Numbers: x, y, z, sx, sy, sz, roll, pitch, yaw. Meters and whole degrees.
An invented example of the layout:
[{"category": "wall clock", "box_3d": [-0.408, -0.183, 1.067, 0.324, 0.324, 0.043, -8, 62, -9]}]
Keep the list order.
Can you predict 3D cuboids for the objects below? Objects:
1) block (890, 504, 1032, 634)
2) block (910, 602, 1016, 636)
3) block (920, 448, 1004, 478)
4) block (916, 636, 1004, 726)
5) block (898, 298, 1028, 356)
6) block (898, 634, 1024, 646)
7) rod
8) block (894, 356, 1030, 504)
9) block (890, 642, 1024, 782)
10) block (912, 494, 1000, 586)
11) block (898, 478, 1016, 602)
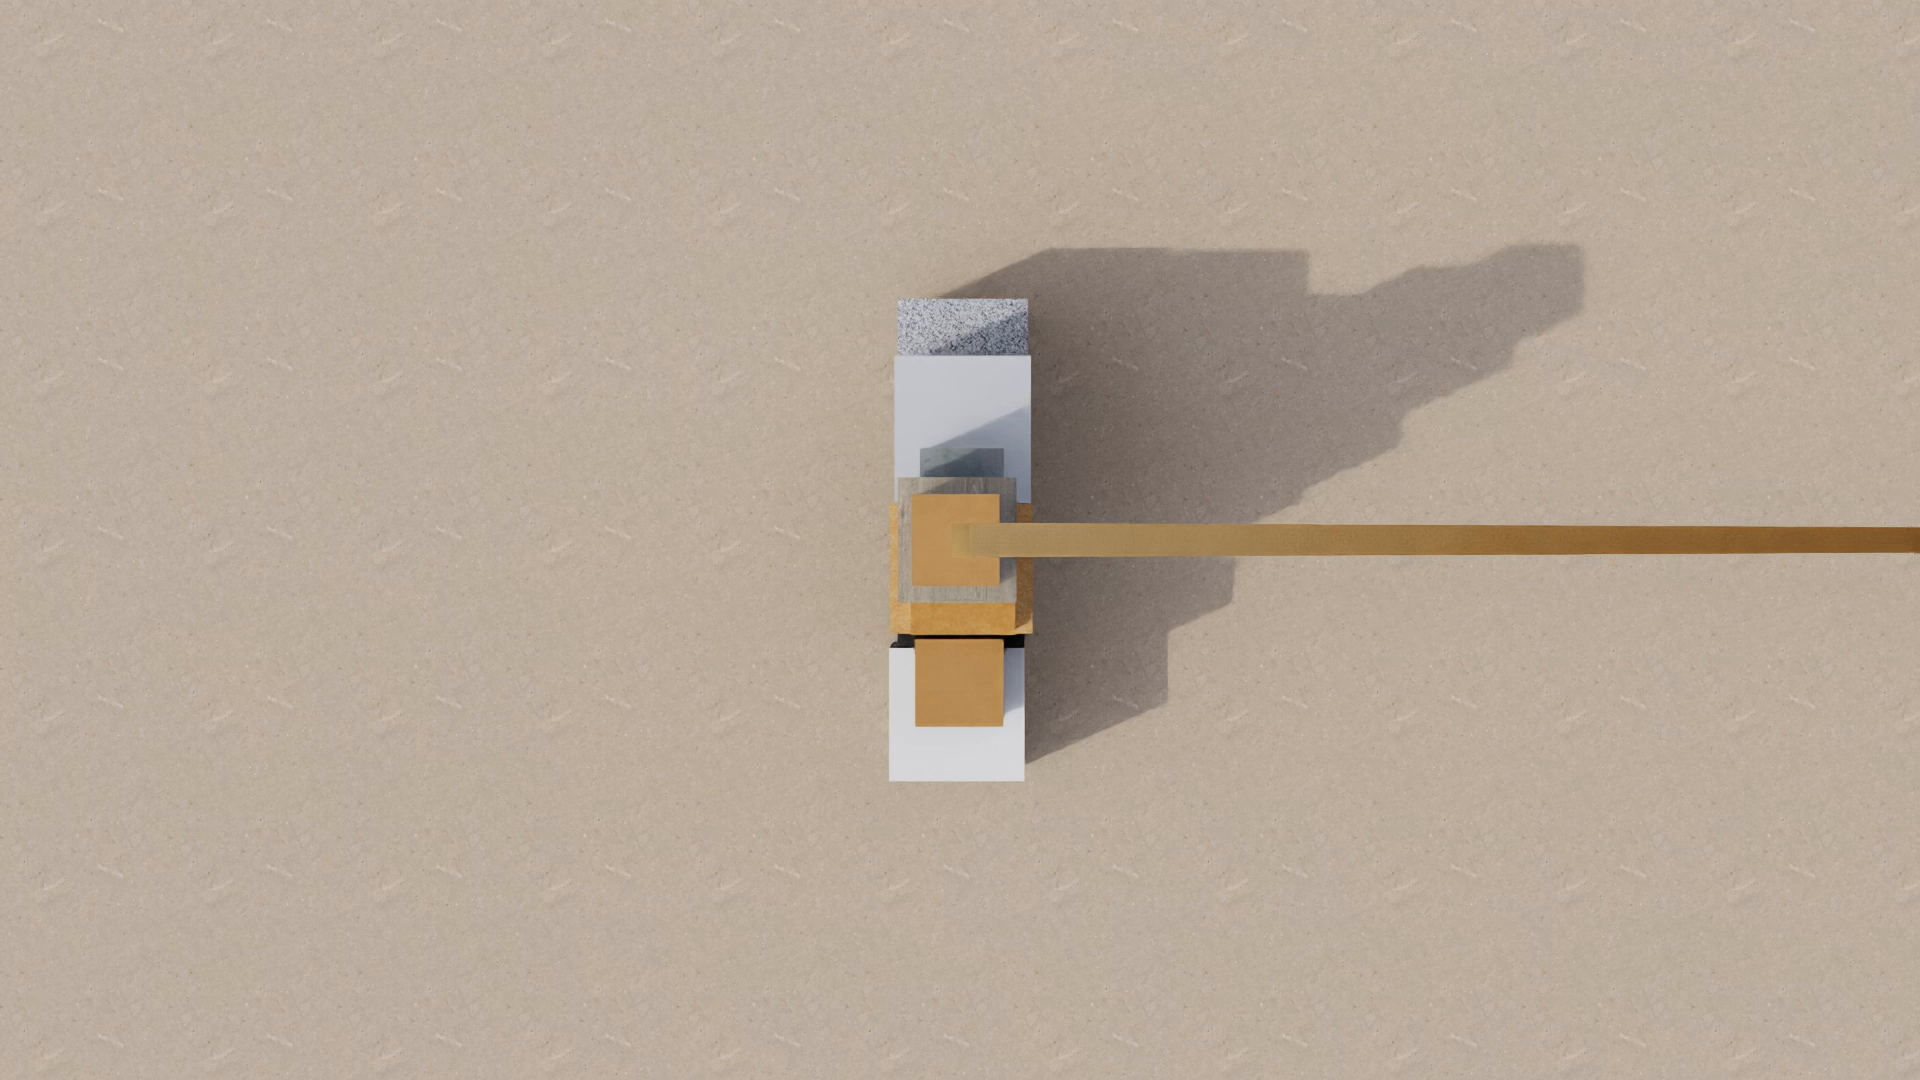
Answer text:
[{"category": "block", "box_3d": [0.007, 0.150, 11.867, 0.749, 0.676, 0.682, 0, 90, 0]}, {"category": "block", "box_3d": [0.015, 0.220, 11.224, 0.518, 0.609, 0.505, 0, 90, 0]}, {"category": "block", "box_3d": [0.009, -0.248, 11.264, 0.421, 0.483, 0.430, 0, 90, 0]}, {"category": "block", "box_3d": [-0.003, 0.753, 11.995, 0.473, 0.438, 0.473, 0, 94, 0]}, {"category": "block", "box_3d": [0.016, -0.987, 12.611, 0.723, 0.777, 0.711, 0, 90, 0]}, {"category": "block", "box_3d": [0.005, 0.241, 12.602, 0.706, 0.795, 0.702, 0, 90, 0]}, {"category": "rod", "box_3d": [2.234, 0.000, 6.460, 5.200, 0.080, 0.080, 0, 90, -31]}, {"category": "block", "box_3d": [0.014, -0.582, 11.863, 0.713, 0.721, 0.772, 0, 91, 0]}, {"category": "block", "box_3d": [-0.017, 0.972, 12.614, 0.752, 0.772, 0.741, 0, 90, 0]}, {"category": "block", "box_3d": [-0.020, 0.000, 10.109, 0.394, 0.454, 0.413, 0, 90, 0]}, {"category": "block", "box_3d": [-0.013, 0.000, 10.628, 0.559, 0.583, 0.590, 0, 90, 0]}]
